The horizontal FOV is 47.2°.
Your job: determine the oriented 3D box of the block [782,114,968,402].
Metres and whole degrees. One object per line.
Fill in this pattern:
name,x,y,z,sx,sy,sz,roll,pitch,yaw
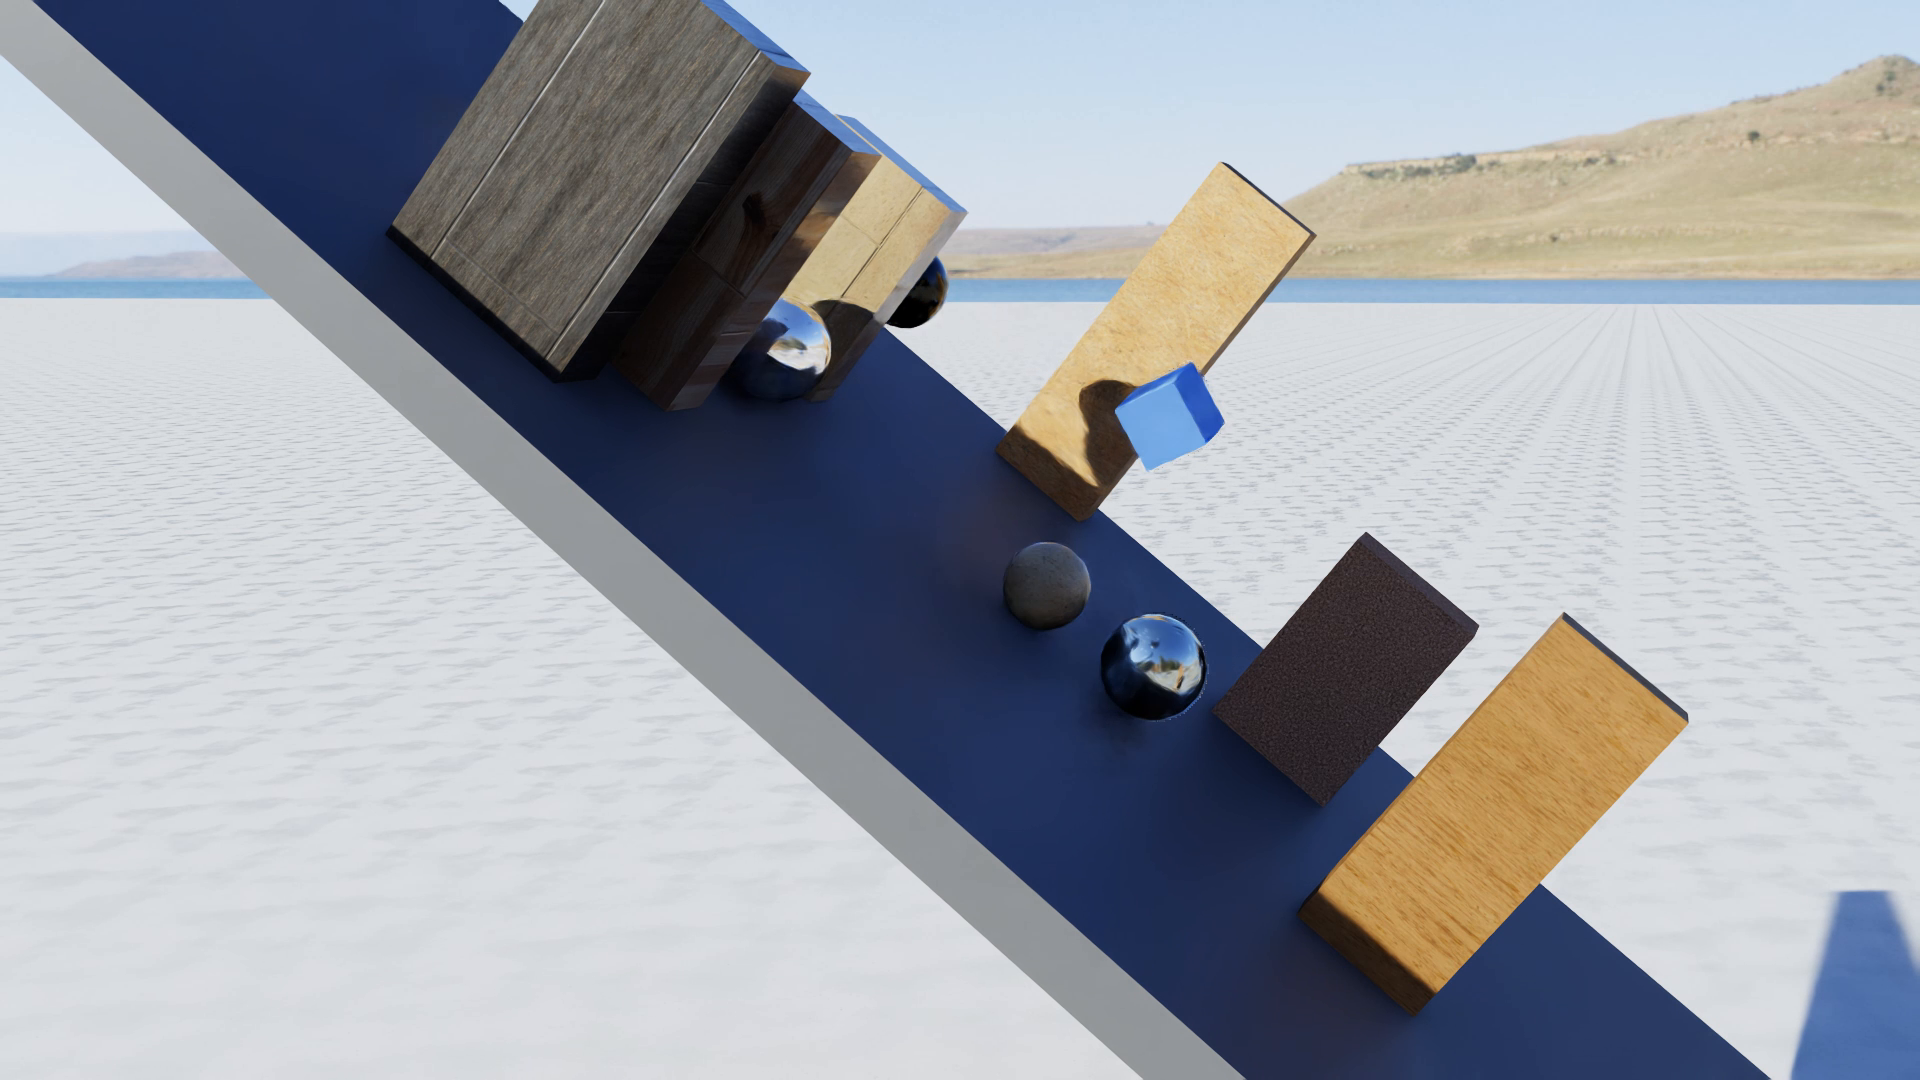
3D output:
block,-0.246,-0.538,4.221,0.293,0.460,0.111,41,16,9

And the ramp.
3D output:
ramp,-0.020,0.072,4.049,4.000,0.100,2.000,41,16,9

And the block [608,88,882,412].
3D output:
block,-0.444,-0.541,3.659,0.366,0.536,0.141,41,16,9

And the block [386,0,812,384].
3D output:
block,-0.568,-0.600,3.426,0.371,0.607,0.142,41,16,9

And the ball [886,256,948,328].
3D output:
ball,-0.112,-0.525,4.526,0.178,0.178,0.178,0,7,0

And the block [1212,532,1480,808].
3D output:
block,0.741,0.247,4.232,0.281,0.439,0.141,41,16,9

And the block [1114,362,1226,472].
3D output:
block,0.337,-0.198,3.525,0.112,0.112,0.112,-25,10,29

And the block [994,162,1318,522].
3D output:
block,0.416,-0.421,4.735,0.246,0.787,0.105,41,16,9

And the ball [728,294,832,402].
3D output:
ball,-0.331,-0.348,3.996,0.195,0.195,0.195,0,7,0

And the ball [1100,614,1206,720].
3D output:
ball,0.341,0.225,3.888,0.187,0.187,0.187,0,7,0

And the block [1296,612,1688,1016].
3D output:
block,0.851,0.444,3.540,0.248,0.651,0.086,41,16,9

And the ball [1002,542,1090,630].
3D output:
ball,0.155,0.082,3.933,0.157,0.157,0.157,0,7,0
